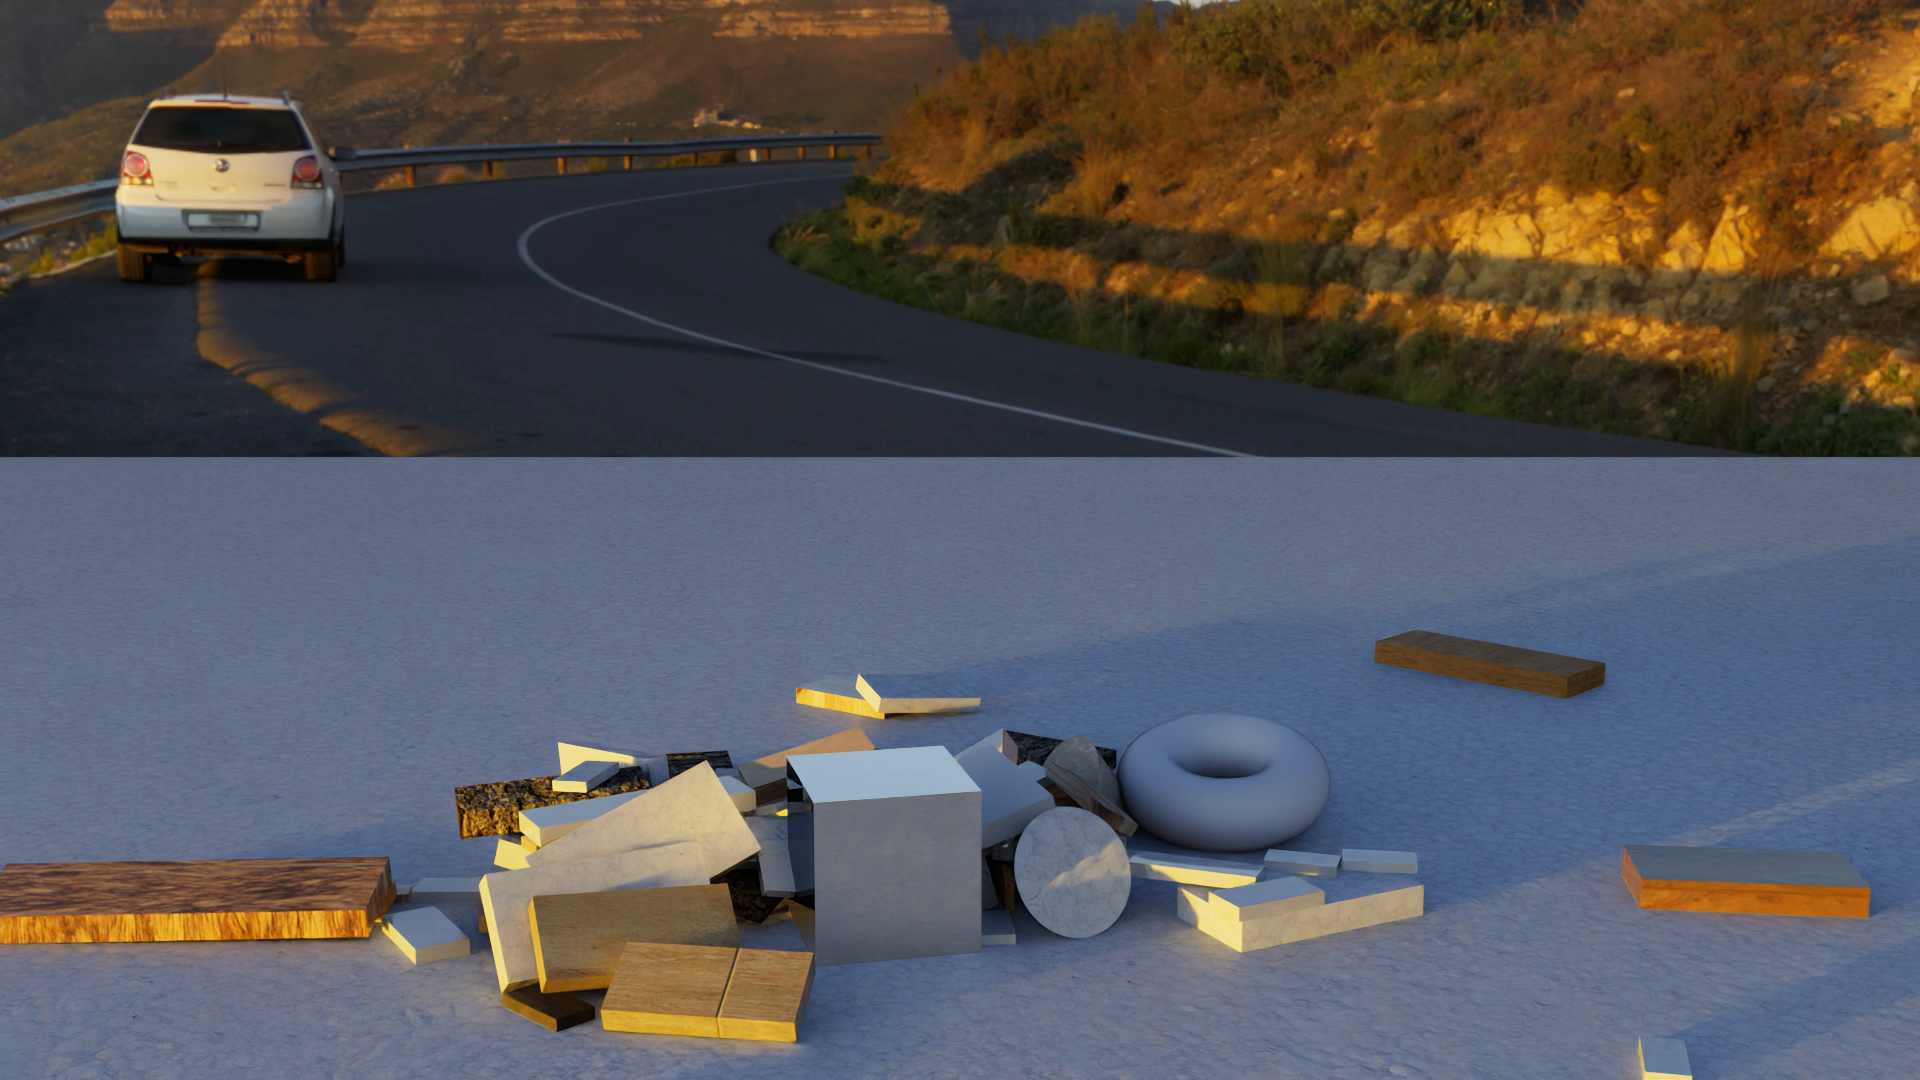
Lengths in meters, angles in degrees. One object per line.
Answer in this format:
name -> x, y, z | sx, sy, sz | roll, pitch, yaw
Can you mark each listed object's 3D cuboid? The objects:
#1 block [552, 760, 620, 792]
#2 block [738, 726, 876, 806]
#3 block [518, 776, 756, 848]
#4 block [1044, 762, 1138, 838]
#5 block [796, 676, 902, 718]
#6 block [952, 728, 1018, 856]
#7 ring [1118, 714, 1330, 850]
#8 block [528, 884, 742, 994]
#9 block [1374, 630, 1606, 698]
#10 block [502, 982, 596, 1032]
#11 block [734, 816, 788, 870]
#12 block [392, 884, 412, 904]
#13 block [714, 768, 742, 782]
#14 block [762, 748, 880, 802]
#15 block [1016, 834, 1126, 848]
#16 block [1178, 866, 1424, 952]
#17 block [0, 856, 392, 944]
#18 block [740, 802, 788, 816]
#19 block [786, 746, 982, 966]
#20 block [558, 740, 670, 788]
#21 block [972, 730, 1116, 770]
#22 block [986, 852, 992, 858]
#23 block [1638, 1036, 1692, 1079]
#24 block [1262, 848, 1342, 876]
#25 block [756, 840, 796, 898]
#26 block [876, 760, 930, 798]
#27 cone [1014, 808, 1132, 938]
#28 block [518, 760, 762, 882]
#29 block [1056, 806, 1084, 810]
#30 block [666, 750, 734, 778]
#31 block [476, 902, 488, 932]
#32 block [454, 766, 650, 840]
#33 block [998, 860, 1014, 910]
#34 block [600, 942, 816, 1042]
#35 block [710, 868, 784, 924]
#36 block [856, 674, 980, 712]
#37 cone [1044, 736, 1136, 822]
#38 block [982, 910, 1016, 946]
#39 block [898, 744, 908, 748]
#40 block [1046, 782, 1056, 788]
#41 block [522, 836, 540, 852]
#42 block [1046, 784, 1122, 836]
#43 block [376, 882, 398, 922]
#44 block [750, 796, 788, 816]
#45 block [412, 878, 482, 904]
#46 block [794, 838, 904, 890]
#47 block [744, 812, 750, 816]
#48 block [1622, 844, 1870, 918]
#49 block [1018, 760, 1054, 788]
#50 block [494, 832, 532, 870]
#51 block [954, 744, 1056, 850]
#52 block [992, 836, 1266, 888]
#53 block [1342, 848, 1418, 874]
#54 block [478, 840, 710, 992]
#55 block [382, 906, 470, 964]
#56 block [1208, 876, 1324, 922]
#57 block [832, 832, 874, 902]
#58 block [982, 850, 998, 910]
block -> -0.632, 0.399, 3.720 | 0.062, 0.018, 0.124 | 0, 11, 17
block -> -0.264, 0.392, 3.820 | 0.226, 0.032, 0.113 | -17, 20, -13
block -> -0.522, 0.439, 3.575 | 0.365, 0.032, 0.113 | -7, 11, -27
block -> 0.225, 0.445, 3.776 | 0.087, 0.025, 0.175 | 30, 4, -37
block -> -0.229, 0.349, 4.873 | 0.244, 0.035, 0.122 | 7, 13, 34
block -> 0.015, 0.456, 3.794 | 0.164, 0.047, 0.329 | -31, 17, 14
ring -> 0.479, 0.437, 4.003 | 0.388, 0.129, 0.388 | -2, 22, 1
block -> -0.481, 0.591, 3.275 | 0.300, 0.039, 0.139 | 0, 51, -24
block -> 1.238, 0.287, 5.159 | 0.502, 0.051, 0.179 | 10, 14, 42
block -> -0.594, 0.673, 3.172 | 0.133, 0.019, 0.067 | 10, 15, 43
block -> -0.323, 0.495, 3.601 | 0.167, 0.024, 0.084 | 1, 51, -22
block -> -0.961, 0.588, 3.644 | 0.099, 0.014, 0.050 | -1, 11, -7
block -> -0.288, 0.461, 4.003 | 0.328, 0.047, 0.164 | 0, 11, 0
block -> -0.253, 0.424, 3.867 | 0.226, 0.032, 0.113 | -6, 37, 19
block -> 0.182, 0.501, 3.715 | 0.196, 0.020, 0.069 | 6, -11, 8
block -> 0.552, 0.584, 3.561 | 0.358, 0.051, 0.179 | -6, 12, -27
block -> -1.240, 0.575, 3.514 | 0.620, 0.048, 0.170 | -1, 21, -1
block -> -0.222, 0.477, 3.765 | 0.328, 0.047, 0.164 | -11, -20, 35
block -> -0.124, 0.494, 3.477 | 0.260, 0.260, 0.260 | -3, 11, -13
block -> -0.625, 0.438, 3.970 | 0.035, 0.123, 0.413 | -8, 4, -32
block -> 0.168, 0.434, 4.410 | 0.260, 0.037, 0.130 | 7, 13, 33
block -> -0.067, 0.514, 3.963 | 0.151, 0.043, 0.301 | -4, 11, -21
block -> 0.957, 0.708, 2.985 | 0.060, 0.017, 0.121 | 3, 11, 13
block -> 0.567, 0.535, 3.643 | 0.121, 0.017, 0.060 | 3, 11, 17
block -> -0.299, 0.529, 3.541 | 0.053, 0.015, 0.105 | 6, 39, -20
block -> -0.173, 0.424, 3.880 | 0.255, 0.025, 0.087 | 5, 42, 31
cone -> 0.136, 0.558, 3.584 | 0.209, 0.209, 0.209 | -6, -15, -28
block -> -0.500, 0.499, 3.457 | 0.339, 0.170, 0.048 | -27, -12, -31
block -> 0.160, 0.466, 3.764 | 0.138, 0.020, 0.069 | 3, -12, 29
block -> -0.501, 0.462, 4.265 | 0.123, 0.035, 0.246 | -2, 11, -11
block -> -0.721, 0.594, 3.486 | 0.086, 0.024, 0.172 | -2, -1, -14
block -> -0.682, 0.439, 3.690 | 0.314, 0.044, 0.157 | -5, 10, -15
block -> 0.076, 0.567, 3.638 | 0.016, 0.056, 0.112 | -1, 10, -5
block -> -0.357, 0.643, 3.134 | 0.278, 0.039, 0.139 | 2, 33, 8
block -> -0.444, 0.534, 3.599 | 0.314, 0.044, 0.157 | 16, 12, 9
block -> -0.091, 0.335, 4.801 | 0.244, 0.035, 0.122 | 2, 21, -28
cone -> 0.266, 0.482, 4.011 | 0.195, 0.195, 0.195 | 25, -2, -28
block -> 0.055, 0.615, 3.492 | 0.056, 0.016, 0.112 | -1, 11, -4
block -> -0.139, 0.421, 3.964 | 0.175, 0.025, 0.087 | -18, 28, -38
block -> 0.130, 0.444, 3.963 | 0.123, 0.017, 0.062 | 4, 33, 35
block -> -0.631, 0.478, 3.519 | 0.124, 0.018, 0.062 | -8, 11, -32
block -> 0.213, 0.472, 3.832 | 0.082, 0.023, 0.164 | -17, 29, -28
block -> -1.113, 0.585, 3.584 | 0.369, 0.024, 0.086 | 1, 21, 3
block -> -0.299, 0.440, 3.658 | 0.053, 0.015, 0.105 | -16, -2, 28
block -> -0.831, 0.582, 3.656 | 0.141, 0.020, 0.071 | 0, 11, -1
block -> -0.247, 0.553, 3.753 | 0.302, 0.043, 0.151 | 0, 11, -1
block -> -0.281, 0.507, 3.640 | 0.167, 0.024, 0.084 | 12, 48, -13
block -> 1.302, 0.566, 3.660 | 0.358, 0.051, 0.179 | 1, 11, 7
block -> 0.121, 0.425, 3.930 | 0.062, 0.017, 0.123 | -25, 12, -17
block -> -0.592, 0.535, 3.637 | 0.314, 0.044, 0.157 | 16, 12, 5
block -> 0.044, 0.423, 3.647 | 0.139, 0.039, 0.278 | -21, 19, -15
block -> 0.277, 0.531, 3.623 | 0.445, 0.023, 0.082 | 4, 7, 20
block -> 0.696, 0.533, 3.651 | 0.121, 0.017, 0.060 | 2, 11, 9
block -> -0.541, 0.568, 3.335 | 0.339, 0.170, 0.048 | -6, -25, -27
block -> -0.839, 0.618, 3.449 | 0.086, 0.024, 0.172 | -6, 12, -31
block -> 0.483, 0.565, 3.464 | 0.164, 0.023, 0.082 | -6, 12, -27
block -> -0.179, 0.542, 3.648 | 0.015, 0.105, 0.053 | -21, 3, 20
block -> 0.026, 0.549, 3.587 | 0.016, 0.112, 0.056 | -17, -1, 36
